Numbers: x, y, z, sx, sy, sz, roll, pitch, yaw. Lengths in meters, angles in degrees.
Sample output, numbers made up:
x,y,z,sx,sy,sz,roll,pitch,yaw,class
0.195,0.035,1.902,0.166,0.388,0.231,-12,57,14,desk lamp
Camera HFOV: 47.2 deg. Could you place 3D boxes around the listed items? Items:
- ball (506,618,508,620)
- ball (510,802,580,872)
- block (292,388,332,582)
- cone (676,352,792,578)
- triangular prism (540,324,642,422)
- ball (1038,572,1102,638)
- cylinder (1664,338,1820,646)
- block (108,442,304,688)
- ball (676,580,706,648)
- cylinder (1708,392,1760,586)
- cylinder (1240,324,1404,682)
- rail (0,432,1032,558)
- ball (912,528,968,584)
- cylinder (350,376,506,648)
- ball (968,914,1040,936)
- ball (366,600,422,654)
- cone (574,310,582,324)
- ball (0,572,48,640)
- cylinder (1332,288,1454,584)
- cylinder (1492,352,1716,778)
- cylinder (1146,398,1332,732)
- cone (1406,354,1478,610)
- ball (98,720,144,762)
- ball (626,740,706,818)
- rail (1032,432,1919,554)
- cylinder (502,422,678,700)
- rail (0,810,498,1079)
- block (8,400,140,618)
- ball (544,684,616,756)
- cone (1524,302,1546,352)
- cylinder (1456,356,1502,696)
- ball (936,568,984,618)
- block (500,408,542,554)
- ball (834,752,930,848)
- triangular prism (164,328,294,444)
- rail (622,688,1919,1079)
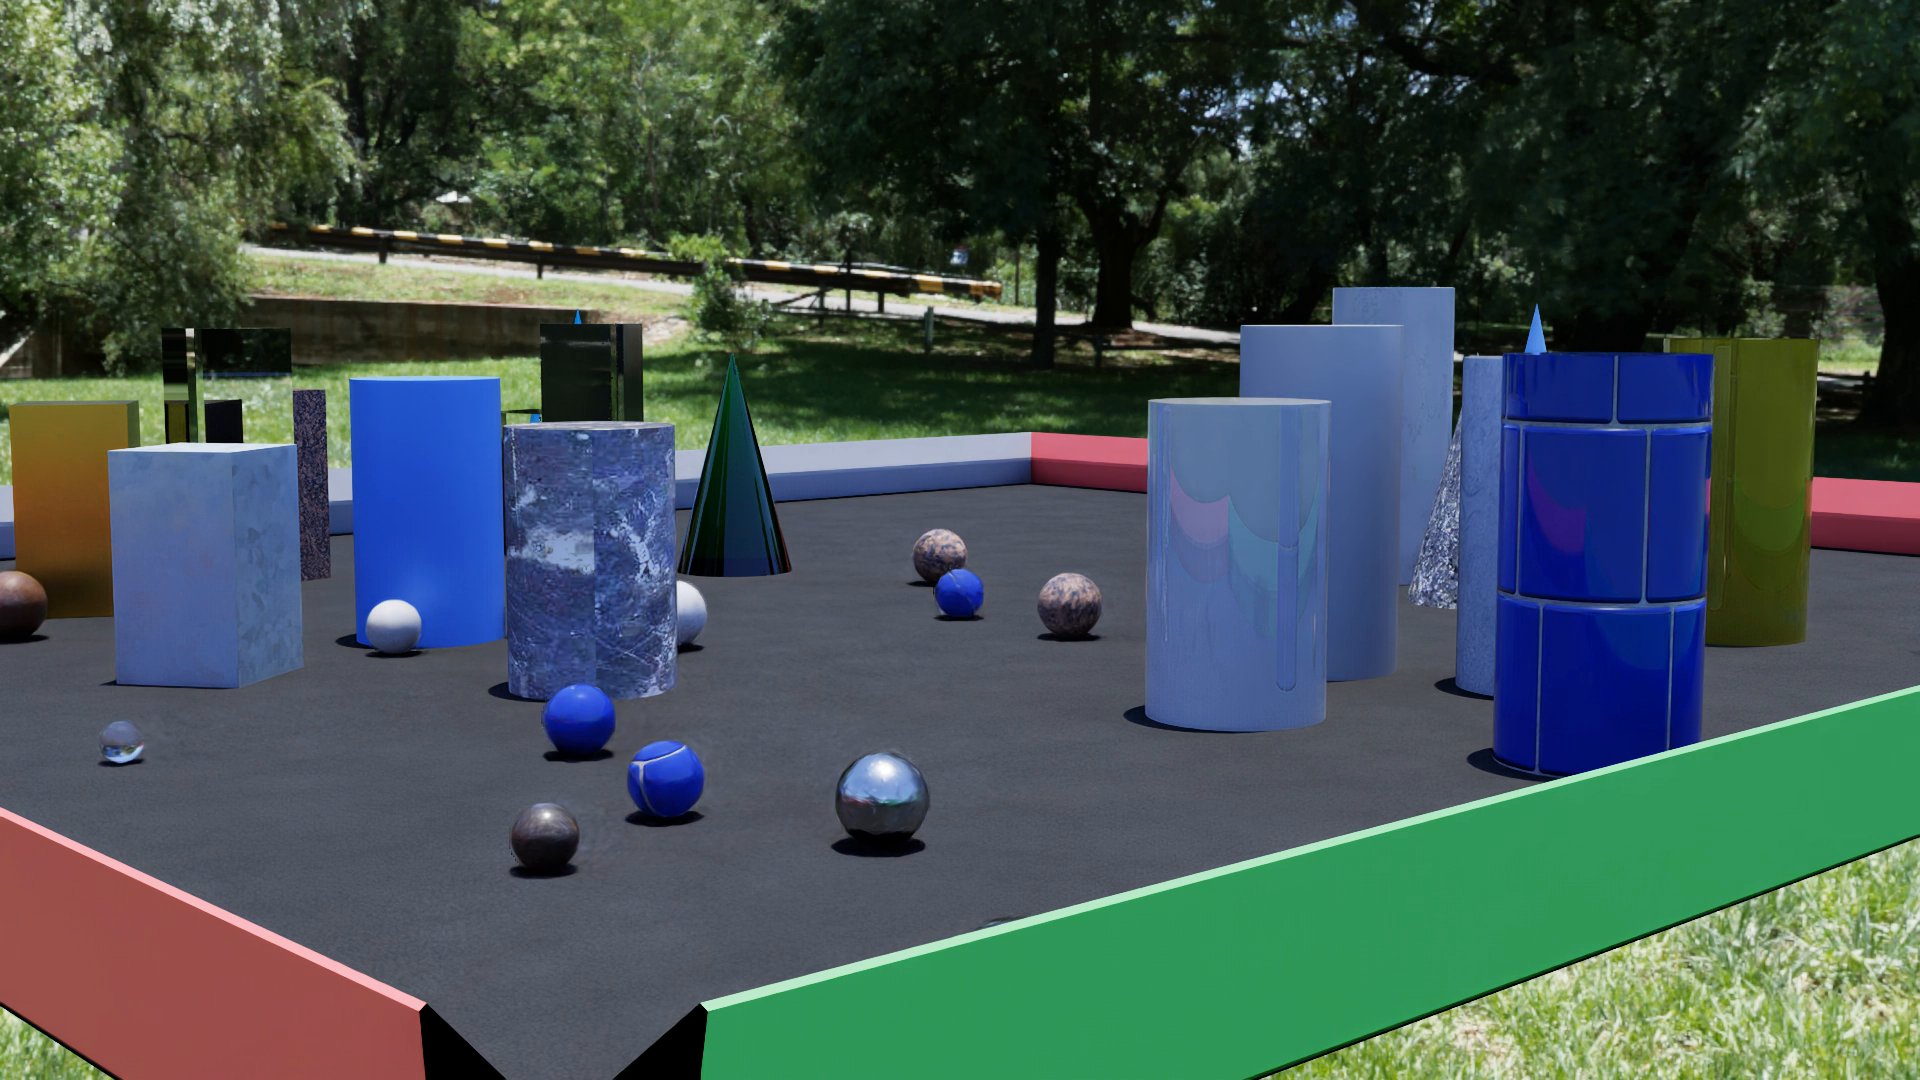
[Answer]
x,y,z,sx,sy,sz,roll,pitch,yaw,class
-0.590,0.104,3.009,0.059,0.059,0.059,0,6,0,ball
-0.331,0.237,1.754,0.054,0.054,0.054,0,6,0,ball
-1.163,-0.091,3.641,0.159,0.315,0.159,4,7,32,block
-0.388,-0.136,3.769,0.199,0.378,0.199,0,6,0,cone
-0.576,-0.146,3.646,0.172,0.423,0.149,4,7,32,triangular prism
0.150,0.089,3.007,0.089,0.089,0.089,0,6,0,ball
1.060,-0.071,3.008,0.199,0.407,0.199,0,6,0,cylinder
-0.917,0.027,2.682,0.159,0.280,0.159,1,6,11,block
-0.381,0.098,2.908,0.091,0.091,0.091,0,6,0,ball
1.216,-0.088,3.644,0.199,0.309,0.199,0,6,0,cylinder
0.446,-0.052,2.730,0.199,0.426,0.199,0,6,0,cylinder
-1.096,-0.089,4.514,3.533,0.129,0.045,-5,8,-42,rail
-0.033,0.027,3.596,0.090,0.090,0.090,0,6,0,ball
-0.723,-0.043,2.992,0.199,0.354,0.199,0,6,0,cylinder
0.036,0.266,1.271,0.097,0.097,0.097,0,6,0,ball
-0.736,0.113,2.860,0.071,0.071,0.071,0,6,0,ball
-0.746,-0.230,4.315,0.199,0.451,0.199,0,6,0,cone
-1.288,0.089,2.987,0.093,0.093,0.093,0,6,0,ball
0.717,-0.177,3.658,0.199,0.482,0.199,0,6,0,cylinder
0.631,0.019,2.162,0.199,0.403,0.199,0,6,0,cylinder
0.305,0.021,2.417,0.199,0.347,0.199,0,6,0,cylinder
0.787,-0.096,3.362,0.199,0.383,0.199,0,6,0,cone
-0.828,0.199,2.173,0.042,0.042,0.042,0,6,0,ball
-0.259,0.211,1.936,0.069,0.069,0.069,0,6,0,ball
1.281,-0.089,4.507,0.045,0.129,3.281,-5,8,-42,rail
-0.435,0.020,2.598,0.199,0.311,0.199,0,6,0,cylinder
-1.281,0.156,2.156,0.045,0.129,3.281,-5,8,-42,rail
-1.306,-0.049,3.265,0.159,0.310,0.159,-2,6,-14,block
-0.382,0.180,2.209,0.072,0.072,0.072,0,6,0,ball
1.056,-0.206,4.050,0.199,0.459,0.199,0,6,0,cone
0.691,-0.020,2.597,0.199,0.390,0.199,0,6,0,cylinder
0.000,0.078,3.195,0.072,0.072,0.072,0,6,0,ball
-0.784,-0.109,4.084,0.159,0.259,0.159,3,7,30,block
-0.065,0.216,1.833,0.079,0.079,0.079,0,6,0,ball
-0.980,-0.077,2.991,0.149,0.421,0.172,-3,7,-30,triangular prism
1.096,0.157,2.150,3.533,0.129,0.045,-5,8,-42,rail
